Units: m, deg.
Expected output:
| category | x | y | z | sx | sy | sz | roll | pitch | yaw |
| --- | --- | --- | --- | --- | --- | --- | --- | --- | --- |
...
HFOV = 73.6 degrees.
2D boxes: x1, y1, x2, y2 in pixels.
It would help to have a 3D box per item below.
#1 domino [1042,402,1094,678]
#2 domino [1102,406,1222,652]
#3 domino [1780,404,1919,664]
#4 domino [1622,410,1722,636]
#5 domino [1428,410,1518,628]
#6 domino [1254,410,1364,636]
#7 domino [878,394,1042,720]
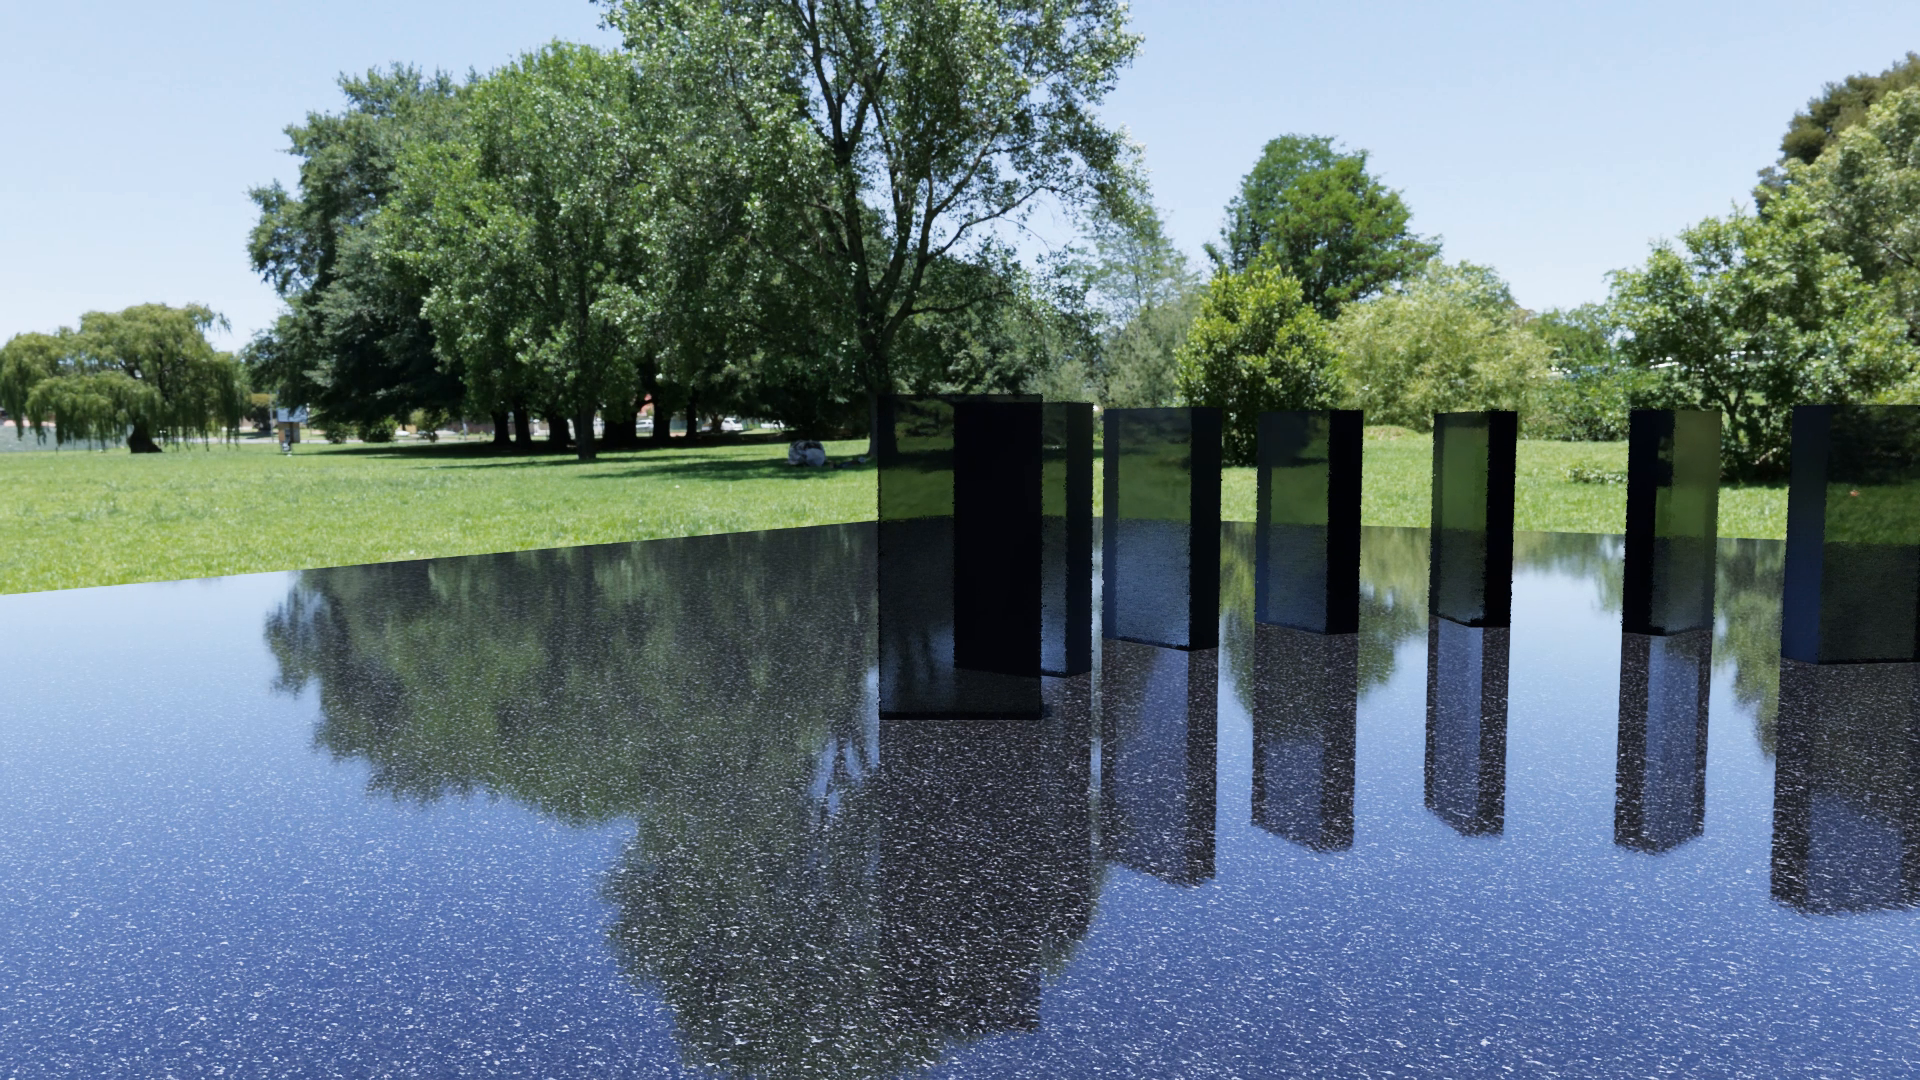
| category | x | y | z | sx | sy | sz | roll | pitch | yaw |
| --- | --- | --- | --- | --- | --- | --- | --- | --- | --- |
| domino | 0.012 | -0.001 | 0.242 | 0.025 | 0.050 | 0.009 | 3 | 5 | 36 |
| domino | 0.043 | -0.003 | 0.274 | 0.009 | 0.050 | 0.025 | -3 | 5 | -39 |
| domino | 0.177 | -0.001 | 0.252 | 0.025 | 0.050 | 0.009 | -1 | 4 | -7 |
| domino | 0.163 | -0.004 | 0.293 | 0.025 | 0.050 | 0.009 | -3 | 5 | -38 |
| domino | 0.123 | -0.006 | 0.308 | 0.009 | 0.050 | 0.025 | 0 | 4 | -1 |
| domino | 0.080 | -0.005 | 0.297 | 0.010 | 0.050 | 0.025 | -2 | 5 | -25 |
| domino | 0.000 | 0.002 | 0.201 | 0.025 | 0.050 | 0.009 | 0 | 4 | 0 |
